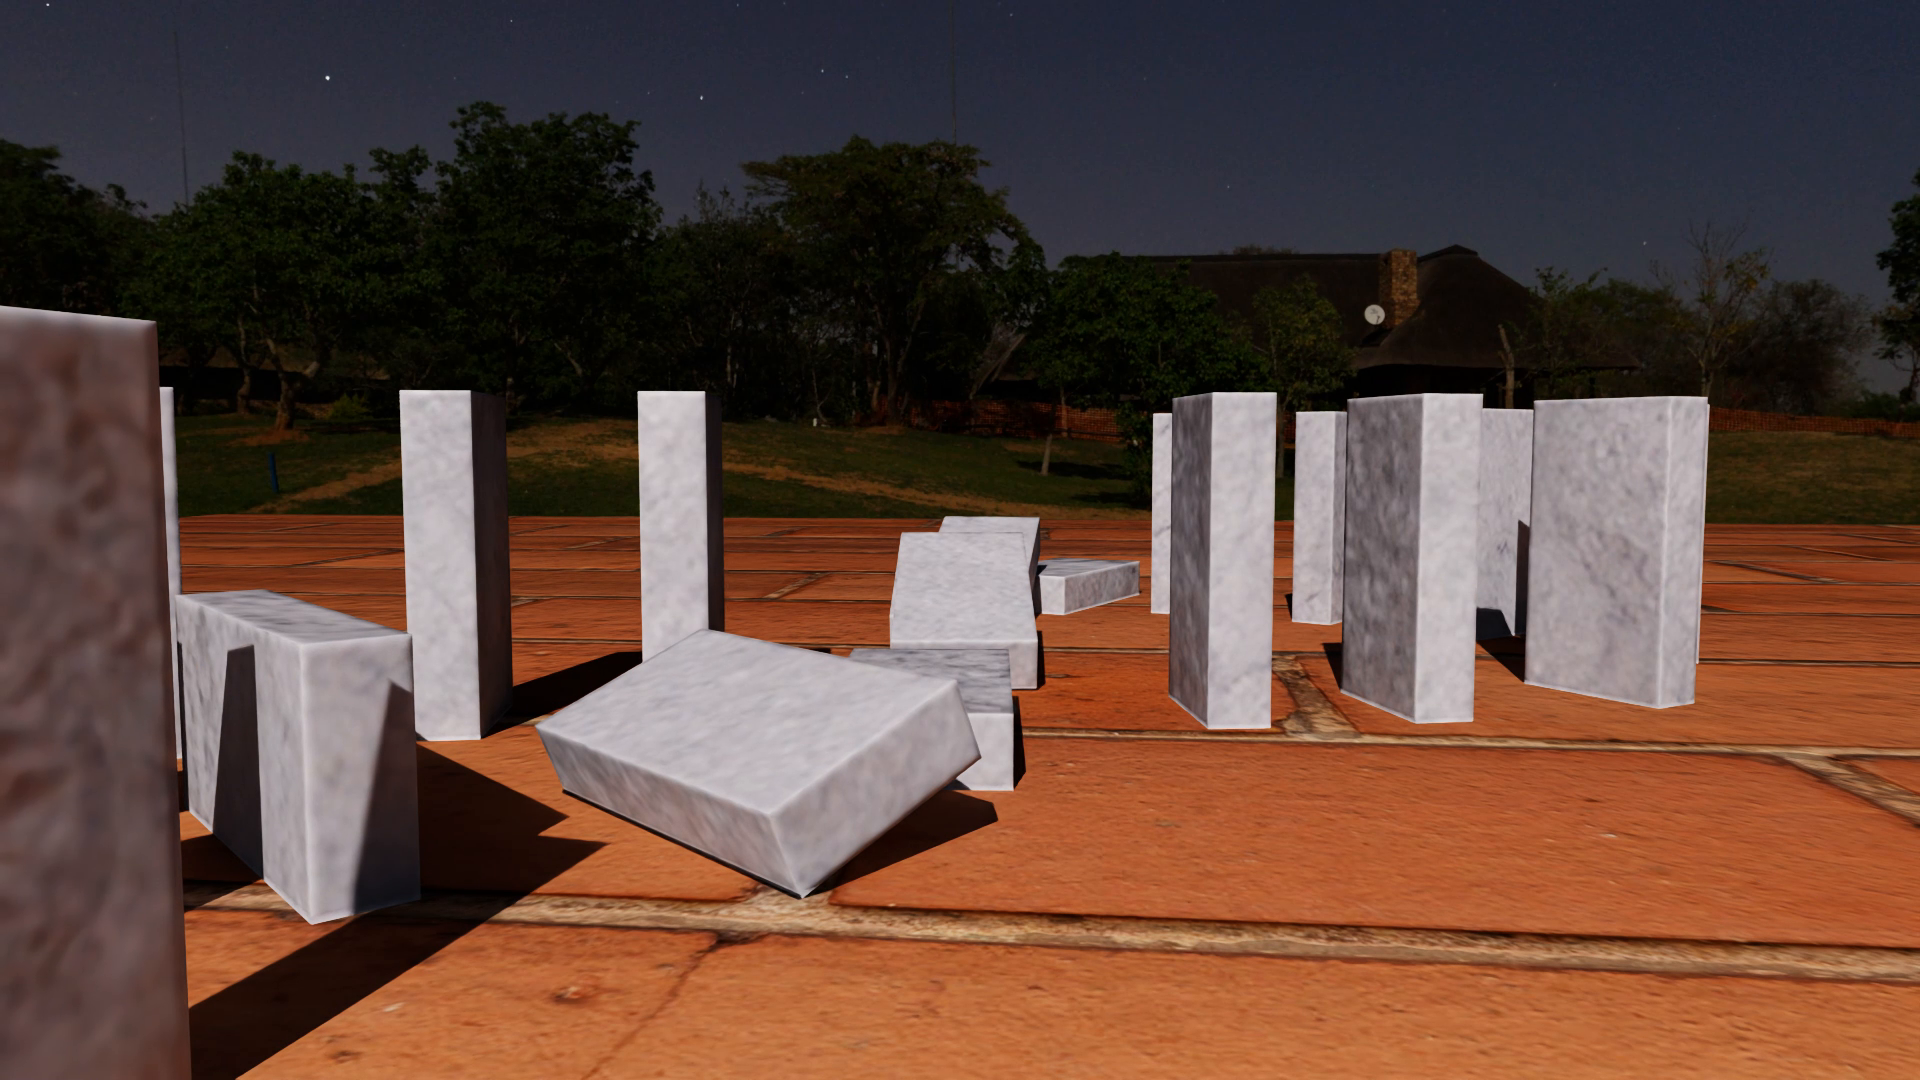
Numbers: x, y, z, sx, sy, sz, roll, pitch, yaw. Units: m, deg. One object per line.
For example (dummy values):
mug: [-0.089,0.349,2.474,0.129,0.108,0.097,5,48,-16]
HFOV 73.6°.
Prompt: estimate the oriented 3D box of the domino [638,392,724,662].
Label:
domino: [-0.043,0.003,0.198,0.010,0.050,0.025,0,4,-5]

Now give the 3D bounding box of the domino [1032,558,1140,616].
domino: [0.027,0.012,0.347,0.025,0.009,0.050,2,5,30]

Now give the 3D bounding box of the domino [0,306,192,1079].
domino: [-0.058,0.012,0.070,0.009,0.050,0.025,1,5,18]

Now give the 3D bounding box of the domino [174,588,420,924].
domino: [-0.071,0.020,0.134,0.009,0.025,0.050,-4,6,-42]

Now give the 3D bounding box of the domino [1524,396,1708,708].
domino: [0.110,0.001,0.218,0.009,0.050,0.025,-2,5,-29]

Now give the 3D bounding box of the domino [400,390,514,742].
domino: [-0.076,0.003,0.195,0.009,0.050,0.025,-1,4,-9]

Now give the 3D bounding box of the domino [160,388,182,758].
domino: [-0.116,0.004,0.180,0.009,0.050,0.025,-3,5,-37]

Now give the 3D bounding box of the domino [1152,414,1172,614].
domino: [0.056,-0.007,0.332,0.010,0.050,0.025,1,4,15]

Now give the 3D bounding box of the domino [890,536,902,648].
domino: [-0.001,0.011,0.275,0.025,0.009,0.050,0,19,0]

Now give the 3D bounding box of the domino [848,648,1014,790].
domino: [-0.005,0.024,0.182,0.025,0.009,0.050,0,4,1]

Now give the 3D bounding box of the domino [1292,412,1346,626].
domino: [0.091,-0.006,0.312,0.010,0.050,0.025,3,5,39]

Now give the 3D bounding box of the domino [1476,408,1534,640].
domino: [0.117,-0.004,0.285,0.025,0.050,0.009,-3,5,-34]

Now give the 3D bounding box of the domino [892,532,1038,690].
domino: [0.001,0.012,0.243,0.025,0.009,0.050,0,22,0]

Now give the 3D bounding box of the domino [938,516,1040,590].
domino: [0.005,0.007,0.315,0.025,0.009,0.050,1,21,8]

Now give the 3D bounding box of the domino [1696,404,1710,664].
domino: [0.131,-0.001,0.251,0.025,0.050,0.009,0,4,-2]

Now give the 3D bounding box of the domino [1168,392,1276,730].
domino: [0.041,0.002,0.202,0.009,0.050,0.025,0,4,-4]

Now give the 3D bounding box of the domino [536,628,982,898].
domino: [-0.024,0.023,0.144,0.025,0.010,0.050,-32,24,-36]

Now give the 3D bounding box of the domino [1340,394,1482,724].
domino: [0.072,0.002,0.207,0.010,0.050,0.025,-1,4,-10]
